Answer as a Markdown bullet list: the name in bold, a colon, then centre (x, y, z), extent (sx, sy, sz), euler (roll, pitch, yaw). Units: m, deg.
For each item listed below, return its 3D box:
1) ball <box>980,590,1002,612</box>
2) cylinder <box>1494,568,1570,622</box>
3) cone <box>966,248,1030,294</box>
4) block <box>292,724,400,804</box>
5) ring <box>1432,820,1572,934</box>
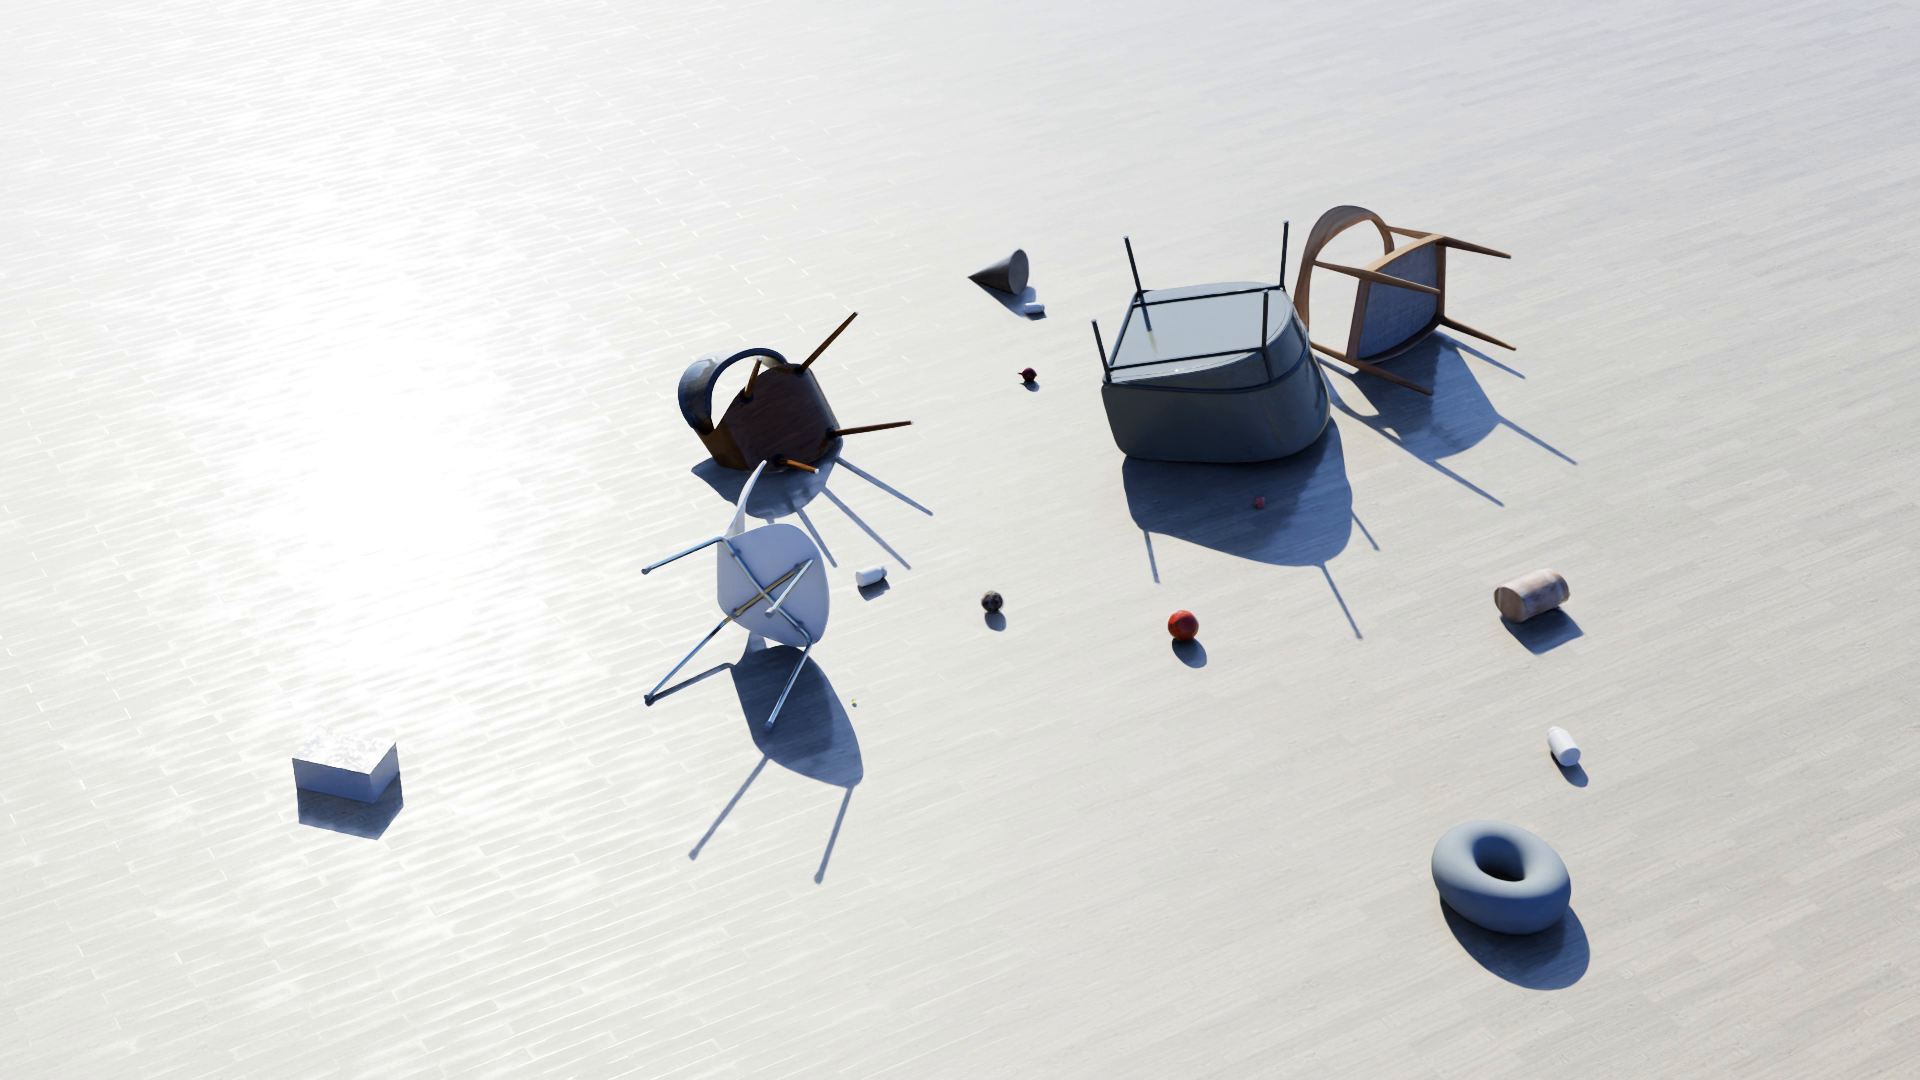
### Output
- **ball**: centre (0.114, 0.222, 10.536), extent (0.079, 0.079, 0.079), euler (0, 33, 0)
- **cylinder**: centre (2.053, 0.197, 10.528), extent (0.211, 0.129, 0.168), euler (-21, 35, -28)
- **cone**: centre (0.141, -1.143, 12.604), extent (0.258, 0.165, 0.223), euler (-3, 49, 30)
- **block**: centre (-2.033, 0.742, 9.707), extent (0.286, 0.123, 0.187), euler (10, 35, 15)
- **ring**: centre (1.696, 1.055, 9.196), extent (0.405, 0.165, 0.484), euler (-15, 35, -24)
